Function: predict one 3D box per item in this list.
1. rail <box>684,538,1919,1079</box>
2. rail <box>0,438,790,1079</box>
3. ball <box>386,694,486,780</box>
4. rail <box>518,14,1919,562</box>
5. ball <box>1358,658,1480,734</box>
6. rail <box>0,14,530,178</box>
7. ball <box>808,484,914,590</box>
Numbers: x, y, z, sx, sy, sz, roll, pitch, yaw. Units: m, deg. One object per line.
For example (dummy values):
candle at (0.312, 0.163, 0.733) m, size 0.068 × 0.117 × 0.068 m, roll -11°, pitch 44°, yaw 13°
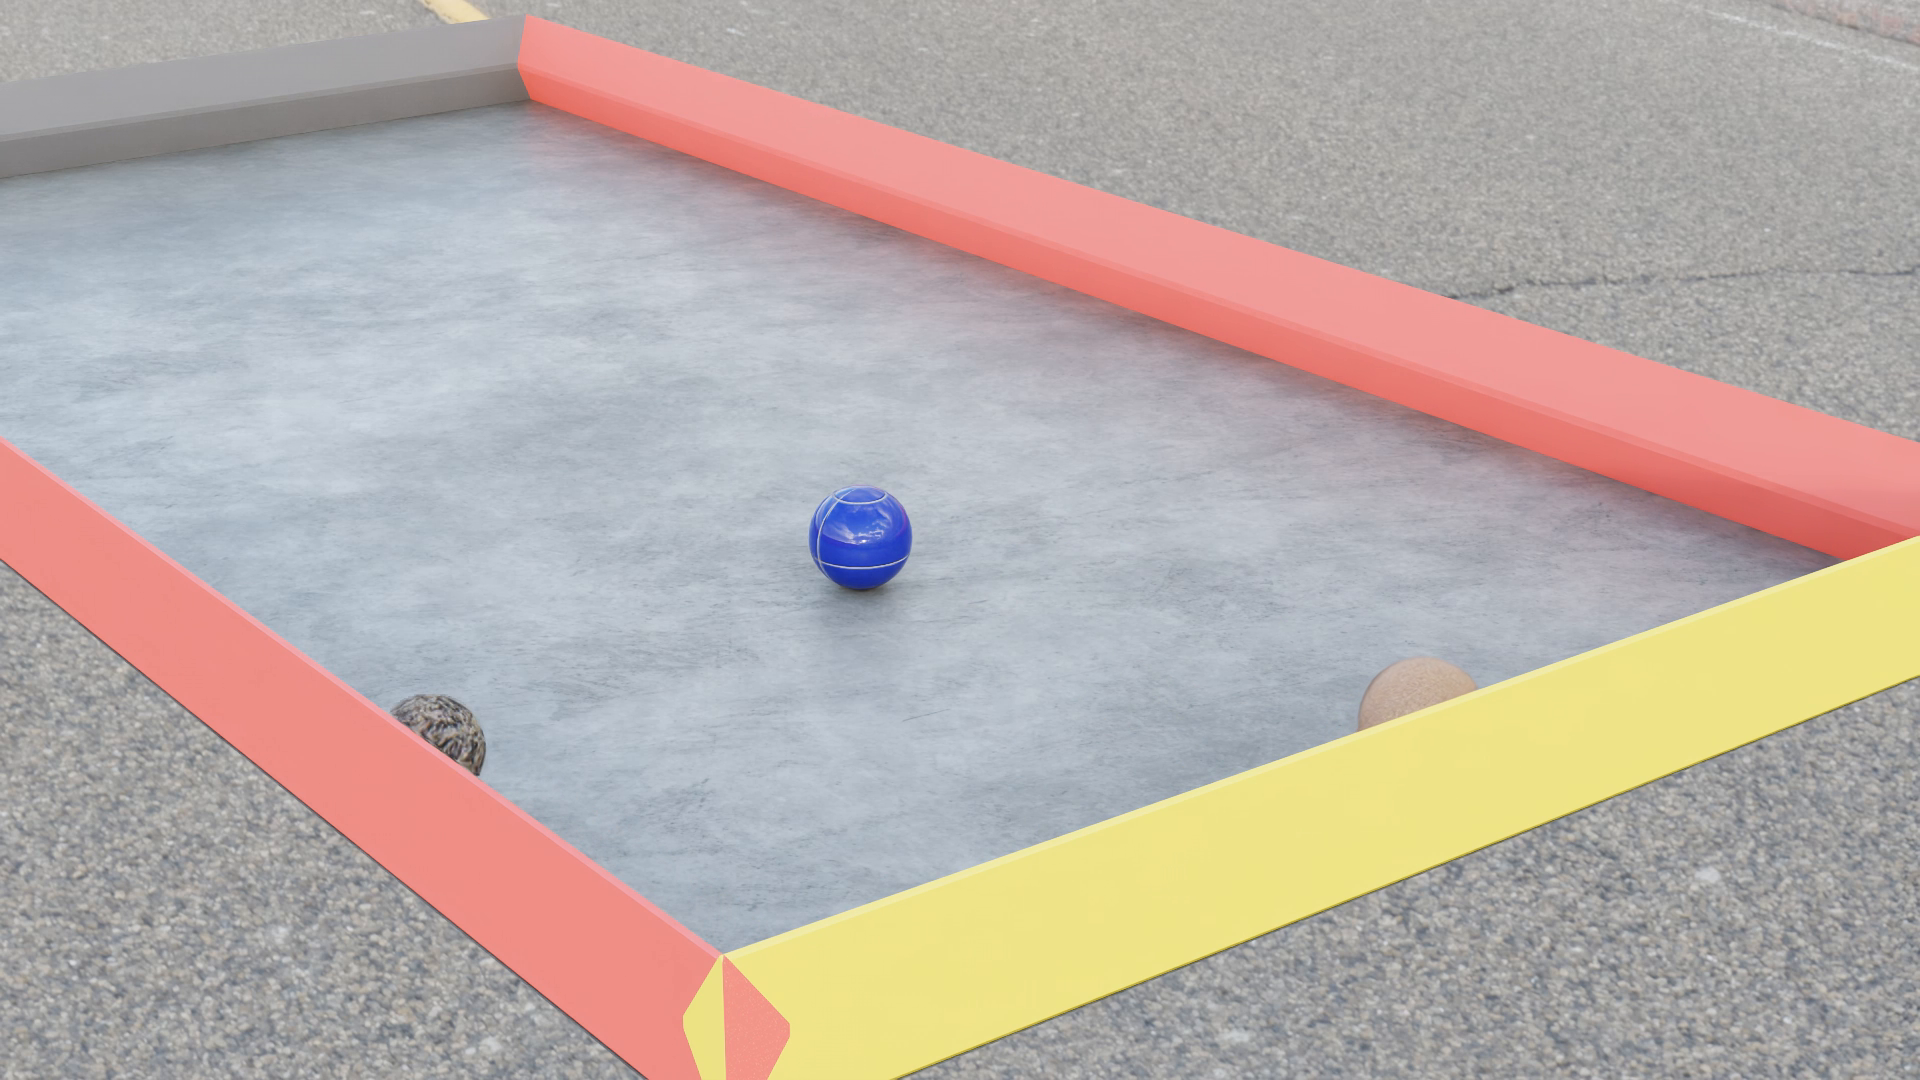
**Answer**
rail at (0.377, 0.152, 2.117) m, size 1.327 × 0.126 × 0.045 m, roll -15°, pitch 26°, yaw -34°
rail at (-0.902, -0.073, 2.705) m, size 0.045 × 0.126 × 2.594 m, roll -15°, pitch 26°, yaw -34°
ball at (-0.392, 0.155, 2.175) m, size 0.081 × 0.081 × 0.081 m, roll 0°, pitch 21°, yaw 0°
rail at (0.119, -0.349, 3.426) m, size 0.045 × 0.126 × 2.594 m, roll -15°, pitch 26°, yaw -34°
ball at (0.346, 0.136, 2.201) m, size 0.097 × 0.097 × 0.097 m, roll 0°, pitch 21°, yaw 0°
rail at (-1.160, -0.574, 4.014) m, size 1.327 × 0.126 × 0.045 m, roll -15°, pitch 26°, yaw -34°
ball at (-0.087, -0.003, 2.571) m, size 0.092 × 0.092 × 0.092 m, roll 0°, pitch 21°, yaw 0°
